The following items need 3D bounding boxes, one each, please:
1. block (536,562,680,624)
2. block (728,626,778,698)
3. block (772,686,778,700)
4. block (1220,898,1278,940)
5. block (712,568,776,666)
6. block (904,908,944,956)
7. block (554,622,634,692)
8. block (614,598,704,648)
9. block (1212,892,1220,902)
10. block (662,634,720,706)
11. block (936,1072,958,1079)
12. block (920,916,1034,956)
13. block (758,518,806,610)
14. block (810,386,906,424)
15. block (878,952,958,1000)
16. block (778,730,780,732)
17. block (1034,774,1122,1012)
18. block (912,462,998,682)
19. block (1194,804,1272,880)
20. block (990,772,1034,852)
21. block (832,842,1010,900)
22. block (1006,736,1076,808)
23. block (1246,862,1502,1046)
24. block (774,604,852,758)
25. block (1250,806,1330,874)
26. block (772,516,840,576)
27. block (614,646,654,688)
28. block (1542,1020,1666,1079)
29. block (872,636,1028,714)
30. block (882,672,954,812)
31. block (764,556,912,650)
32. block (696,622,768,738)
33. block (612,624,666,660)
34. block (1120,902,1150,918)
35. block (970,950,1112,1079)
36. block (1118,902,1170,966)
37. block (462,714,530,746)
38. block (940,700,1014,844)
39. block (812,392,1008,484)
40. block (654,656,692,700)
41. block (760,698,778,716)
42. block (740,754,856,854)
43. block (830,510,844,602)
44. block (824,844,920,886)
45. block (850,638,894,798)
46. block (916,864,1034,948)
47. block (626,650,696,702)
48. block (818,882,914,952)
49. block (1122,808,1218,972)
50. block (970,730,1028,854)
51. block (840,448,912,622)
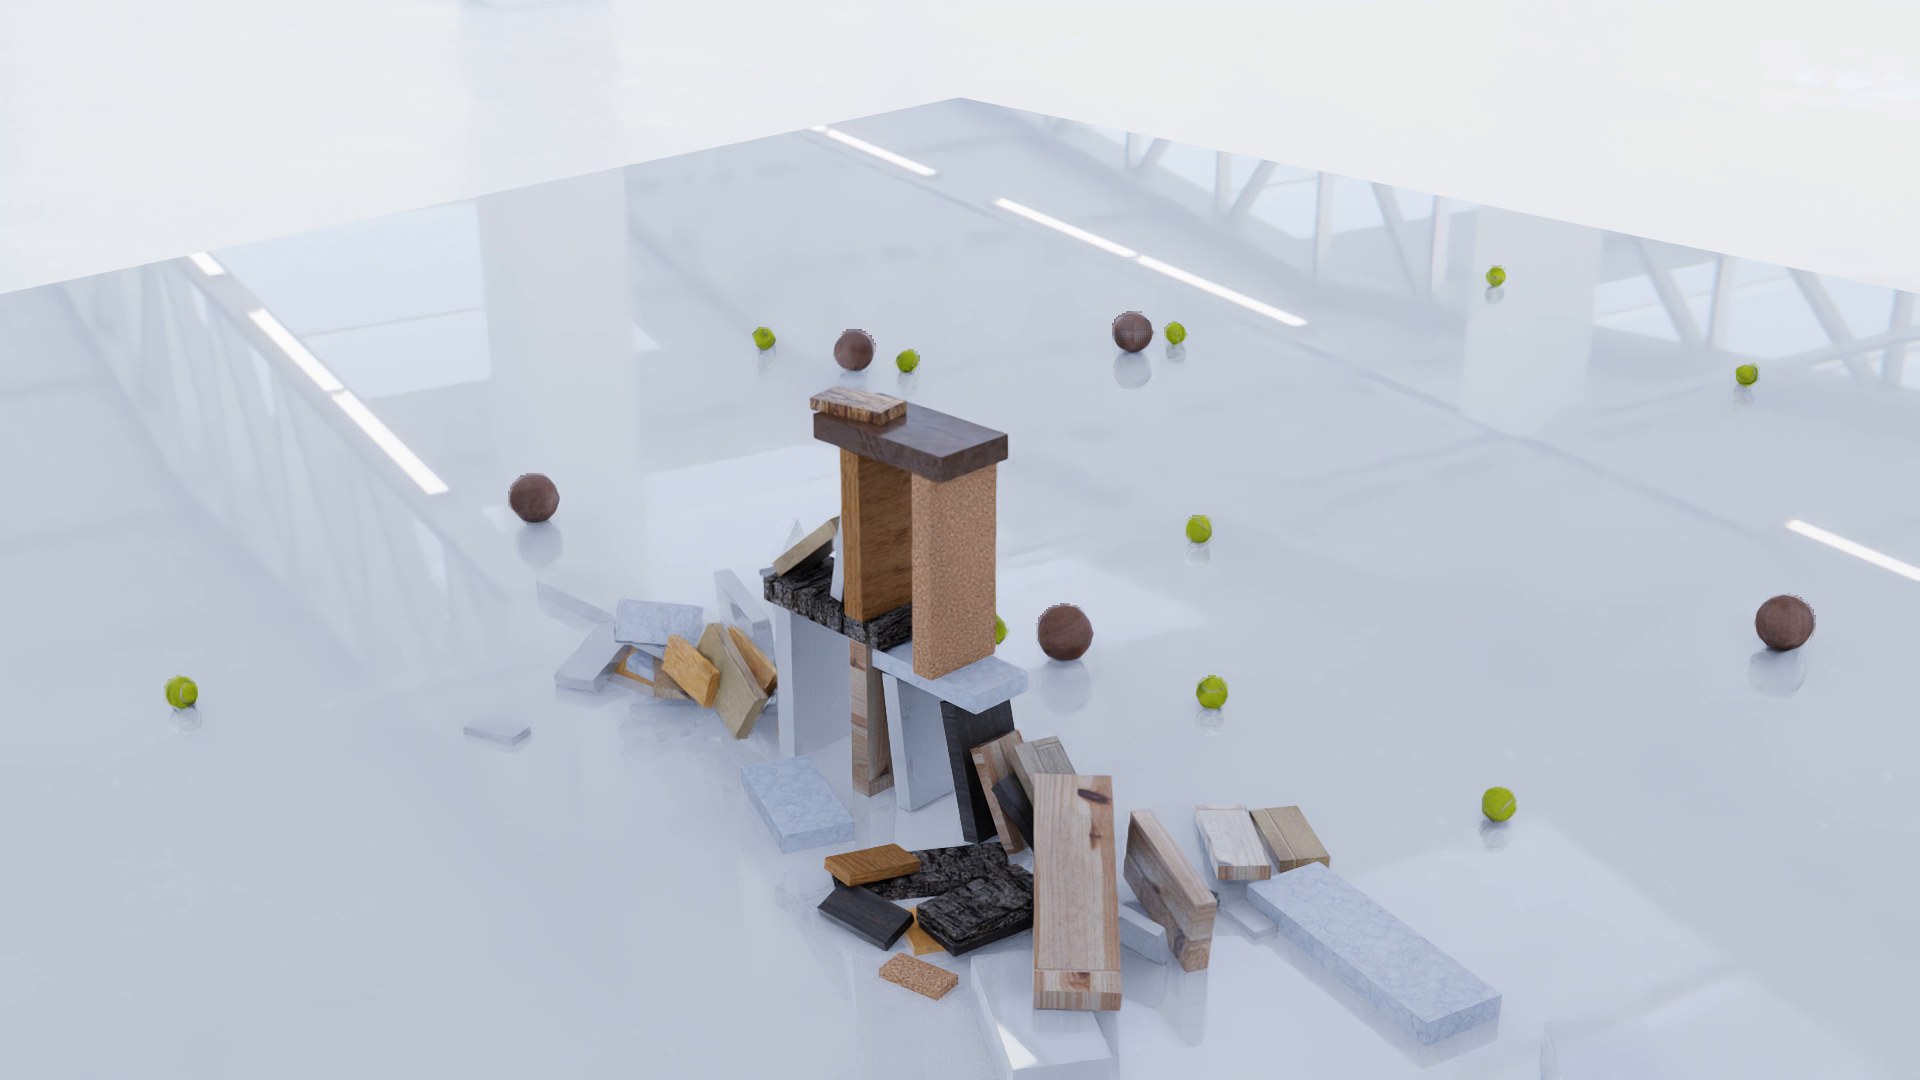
[{"bbox_3d":[-0.829,0.156,5.338,0.444,0.043,0.153,20,30,39],"label":"block"},{"bbox_3d":[-0.470,0.280,4.826,0.027,0.095,0.189,18,19,-48],"label":"block"},{"bbox_3d":[-0.381,0.314,4.735,0.019,0.067,0.133,31,-5,-5],"label":"block"},{"bbox_3d":[0.537,0.703,4.084,0.053,0.015,0.105,-13,26,-28],"label":"block"},{"bbox_3d":[-0.499,0.195,5.100,0.043,0.153,0.307,-14,26,-18],"label":"block"},{"bbox_3d":[-0.071,0.718,4.045,0.064,0.018,0.128,-7,24,-16],"label":"block"},{"bbox_3d":[-0.829,0.266,5.032,0.104,0.030,0.209,7,36,23],"label":"block"},{"bbox_3d":[-0.672,0.187,4.906,0.189,0.095,0.027,6,-12,-11],"label":"block"},{"bbox_3d":[0.432,0.669,4.143,0.105,0.015,0.053,7,4,15],"label":"block"},{"bbox_3d":[-0.590,0.285,4.820,0.024,0.085,0.171,-6,31,-42],"label":"block"},{"bbox_3d":[-0.059,0.931,3.531,0.200,0.028,0.100,-20,30,-39],"label":"block"},{"bbox_3d":[0.055,0.689,4.047,0.233,0.033,0.117,-15,27,-31],"label":"block"},{"bbox_3d":[-0.418,0.075,5.380,0.043,0.153,0.307,-14,20,12],"label":"block"},{"bbox_3d":[-0.199,-0.264,4.295,0.171,0.024,0.086,14,27,31],"label":"block"},{"bbox_3d":[-0.074,0.775,3.910,0.128,0.018,0.064,15,27,32],"label":"block"},{"bbox_3d":[-0.351,0.359,4.746,0.067,0.133,0.019,-20,52,-39],"label":"block"},{"bbox_3d":[0.208,0.625,3.981,0.149,0.042,0.580,1,33,1],"label":"block"},{"bbox_3d":[-0.010,0.049,4.250,0.178,0.420,0.050,-21,31,-41],"label":"block"},{"bbox_3d":[0.529,0.585,4.282,0.100,0.028,0.320,-1,14,-2],"label":"block"},{"bbox_3d":[0.166,0.546,4.266,0.110,0.031,0.220,-21,69,-40],"label":"block"},{"bbox_3d":[-0.073,0.639,4.213,0.335,0.033,0.117,-4,23,-10],"label":"block"},{"bbox_3d":[0.187,0.492,4.278,0.110,0.031,0.220,-9,62,-36],"label":"block"},{"bbox_3d":[0.736,0.736,3.964,0.168,0.048,0.505,-13,26,-27],"label":"block"},{"bbox_3d":[-0.306,0.275,4.669,0.174,0.347,0.049,-21,31,-41],"label":"block"},{"bbox_3d":[0.648,0.589,4.336,0.100,0.028,0.200,-4,23,-9],"label":"block"},{"bbox_3d":[-0.276,0.001,4.518,0.118,0.034,0.237,-22,-8,-41],"label":"block"},{"bbox_3d":[-0.722,0.285,5.051,0.209,0.030,0.104,17,28,34],"label":"block"},{"bbox_3d":[1.061,0.902,3.573,0.168,0.048,0.337,2,23,4],"label":"block"},{"bbox_3d":[-0.021,0.255,4.355,0.146,0.041,0.292,-21,31,-41],"label":"block"},{"bbox_3d":[-0.076,0.387,4.471,0.146,0.292,0.041,-21,23,-41],"label":"block"},{"bbox_3d":[-0.224,0.124,4.516,0.347,0.049,0.174,21,31,41],"label":"block"},{"bbox_3d":[-0.505,0.304,4.779,0.034,0.118,0.237,0,42,-41],"label":"block"},{"bbox_3d":[-0.612,0.252,4.938,0.341,0.027,0.094,24,32,16],"label":"block"},{"bbox_3d":[0.350,0.694,4.105,0.105,0.015,0.053,-3,23,-7],"label":"block"},{"bbox_3d":[0.136,0.818,3.772,0.168,0.048,0.337,-5,23,-11],"label":"block"},{"bbox_3d":[0.273,0.686,4.006,0.247,0.082,0.023,25,52,35],"label":"block"},{"bbox_3d":[-1.004,0.412,4.766,0.131,0.018,0.065,11,25,24],"label":"block"},{"bbox_3d":[0.050,0.437,4.355,0.146,0.292,0.041,-21,17,-40],"label":"block"},{"bbox_3d":[-0.098,-0.200,4.237,0.356,0.050,0.178,21,30,41],"label":"block"},{"bbox_3d":[-0.640,0.293,4.909,0.086,0.024,0.171,5,31,-11],"label":"block"},{"bbox_3d":[-0.400,0.361,4.809,0.067,0.019,0.133,-22,4,-38],"label":"block"},{"bbox_3d":[-0.331,0.532,4.453,0.149,0.042,0.298,-9,24,-19],"label":"block"},{"bbox_3d":[-0.194,0.003,4.433,0.034,0.237,0.118,32,37,34],"label":"block"},{"bbox_3d":[-0.166,0.614,4.162,0.165,0.023,0.082,-5,21,-39],"label":"block"},{"bbox_3d":[-0.143,0.338,4.519,0.174,0.347,0.049,-21,31,-41],"label":"block"},{"bbox_3d":[0.049,0.667,4.016,0.233,0.033,0.117,-17,28,-34],"label":"block"},{"bbox_3d":[-0.636,0.297,4.957,0.209,0.030,0.104,23,32,18],"label":"block"},{"bbox_3d":[-0.174,0.691,4.057,0.165,0.023,0.082,22,50,34],"label":"block"},{"bbox_3d":[0.381,0.638,4.030,0.042,0.149,0.298,-5,29,-18],"label":"block"},{"bbox_3d":[0.103,0.495,4.325,0.110,0.220,0.031,-21,4,-40],"label":"block"},{"bbox_3d":[-0.151,-0.033,4.366,0.050,0.356,0.178,20,30,40],"label":"block"}]
